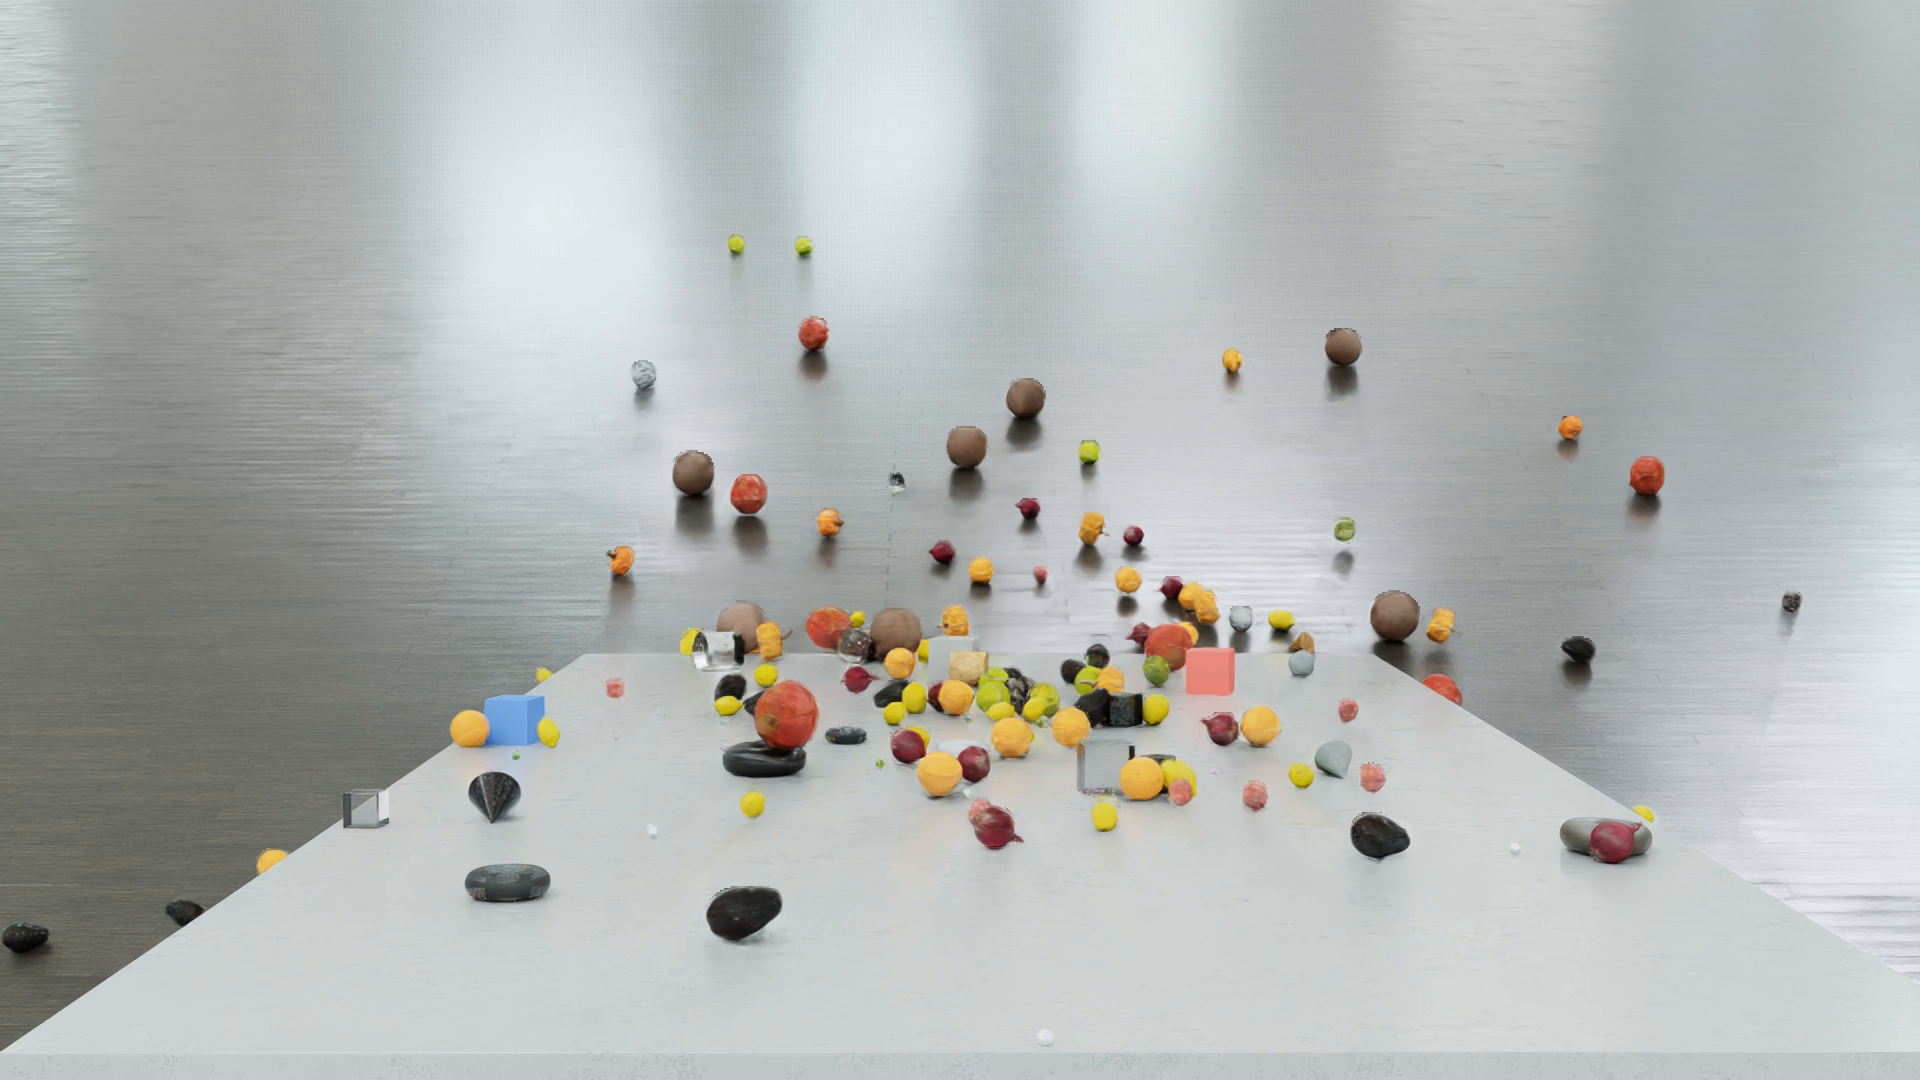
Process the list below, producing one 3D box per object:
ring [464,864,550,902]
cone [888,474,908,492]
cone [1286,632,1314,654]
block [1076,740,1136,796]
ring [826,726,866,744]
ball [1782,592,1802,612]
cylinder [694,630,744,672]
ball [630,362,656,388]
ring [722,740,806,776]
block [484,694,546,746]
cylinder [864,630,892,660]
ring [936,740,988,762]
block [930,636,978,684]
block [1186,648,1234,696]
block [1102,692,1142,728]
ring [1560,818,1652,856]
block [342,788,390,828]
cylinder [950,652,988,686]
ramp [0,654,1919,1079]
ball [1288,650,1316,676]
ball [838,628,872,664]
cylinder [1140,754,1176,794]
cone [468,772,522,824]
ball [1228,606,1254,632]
[{"bbox_3d":[-0.586,0.444,3.331,0.111,0.037,0.111,-1,2,0],"label":"ring"},{"bbox_3d":[-0.178,-0.171,7.934,0.059,0.059,0.059,18,1,39],"label":"cone"},{"bbox_3d":[0.886,0.280,6.767,0.068,0.068,0.068,-18,6,40],"label":"cone"},{"bbox_3d":[0.238,0.373,4.207,0.082,0.082,0.082,0,3,-7],"label":"block"},{"bbox_3d":[-0.214,0.367,4.833,0.079,0.026,0.079,1,2,0],"label":"ring"},{"bbox_3d":[2.271,0.170,7.021,0.052,0.052,0.052,0,21,0],"label":"ball"},{"bbox_3d":[-0.573,0.264,6.110,0.093,0.093,0.093,-2,20,-30],"label":"cylinder"},{"bbox_3d":[-1.094,-0.570,8.878,0.088,0.088,0.088,0,21,0],"label":"ball"},{"bbox_3d":[-0.338,0.378,4.438,0.146,0.049,0.146,-1,4,0],"label":"ring"},{"bbox_3d":[-0.836,0.338,4.831,0.084,0.084,0.084,1,3,14],"label":"block"},{"bbox_3d":[-0.219,0.259,6.408,0.070,0.070,0.070,-17,13,-37],"label":"cylinder"},{"bbox_3d":[0.003,0.378,4.588,0.094,0.031,0.094,0,4,0],"label":"ring"},{"bbox_3d":[-0.014,0.274,5.869,0.100,0.100,0.100,0,3,8],"label":"block"},{"bbox_3d":[0.551,0.288,5.652,0.094,0.094,0.094,1,3,14],"label":"block"},{"bbox_3d":[0.321,0.336,5.090,0.060,0.060,0.060,2,4,31],"label":"block"},{"bbox_3d":[0.919,0.422,3.658,0.129,0.043,0.129,3,1,0],"label":"ring"},{"bbox_3d":[-0.897,0.406,3.883,0.052,0.052,0.052,0,3,8],"label":"block"},{"bbox_3d":[0.020,0.289,5.776,0.079,0.079,0.079,1,21,8],"label":"cylinder"},{"bbox_3d":[0.049,0.446,4.532,2.000,0.100,4.000,0,3,0],"label":"ramp"},{"bbox_3d":[0.794,0.287,5.967,0.062,0.062,0.062,0,21,0],"label":"ball"},{"bbox_3d":[-0.258,0.258,6.288,0.086,0.086,0.086,0,21,0],"label":"ball"},{"bbox_3d":[0.326,0.384,4.223,0.057,0.057,0.057,0,3,0],"label":"cylinder"},{"bbox_3d":[-0.715,0.411,3.934,0.081,0.081,0.081,-2,29,-5],"label":"cone"},{"bbox_3d":[0.754,0.213,6.891,0.067,0.067,0.067,0,21,0],"label":"ball"}]
